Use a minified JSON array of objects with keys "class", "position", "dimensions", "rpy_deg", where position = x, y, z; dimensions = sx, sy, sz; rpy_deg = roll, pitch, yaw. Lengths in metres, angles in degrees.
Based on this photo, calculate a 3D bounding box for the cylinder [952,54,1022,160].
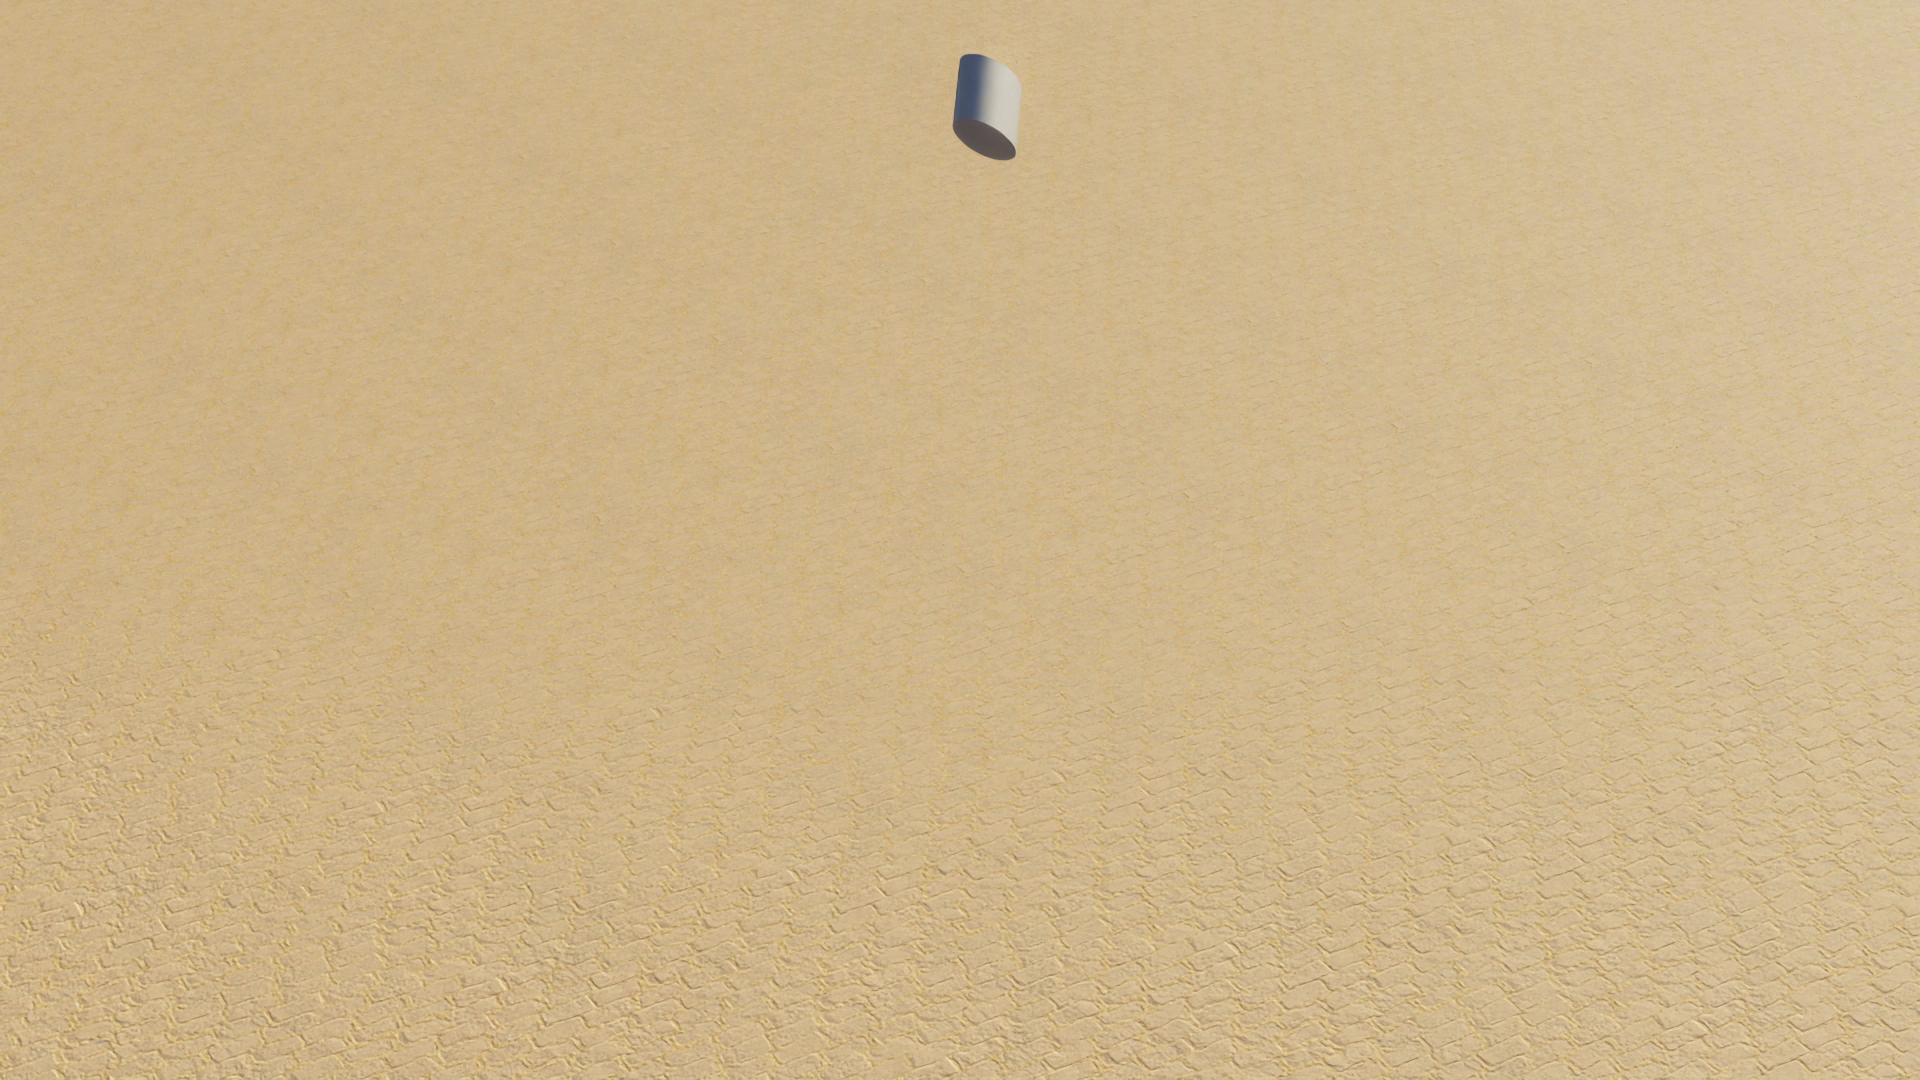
[{"class":"cylinder","position":[0.090,-1.402,9.497],"dimensions":[0.250,0.131,0.279],"rpy_deg":[30,50,-32]}]
